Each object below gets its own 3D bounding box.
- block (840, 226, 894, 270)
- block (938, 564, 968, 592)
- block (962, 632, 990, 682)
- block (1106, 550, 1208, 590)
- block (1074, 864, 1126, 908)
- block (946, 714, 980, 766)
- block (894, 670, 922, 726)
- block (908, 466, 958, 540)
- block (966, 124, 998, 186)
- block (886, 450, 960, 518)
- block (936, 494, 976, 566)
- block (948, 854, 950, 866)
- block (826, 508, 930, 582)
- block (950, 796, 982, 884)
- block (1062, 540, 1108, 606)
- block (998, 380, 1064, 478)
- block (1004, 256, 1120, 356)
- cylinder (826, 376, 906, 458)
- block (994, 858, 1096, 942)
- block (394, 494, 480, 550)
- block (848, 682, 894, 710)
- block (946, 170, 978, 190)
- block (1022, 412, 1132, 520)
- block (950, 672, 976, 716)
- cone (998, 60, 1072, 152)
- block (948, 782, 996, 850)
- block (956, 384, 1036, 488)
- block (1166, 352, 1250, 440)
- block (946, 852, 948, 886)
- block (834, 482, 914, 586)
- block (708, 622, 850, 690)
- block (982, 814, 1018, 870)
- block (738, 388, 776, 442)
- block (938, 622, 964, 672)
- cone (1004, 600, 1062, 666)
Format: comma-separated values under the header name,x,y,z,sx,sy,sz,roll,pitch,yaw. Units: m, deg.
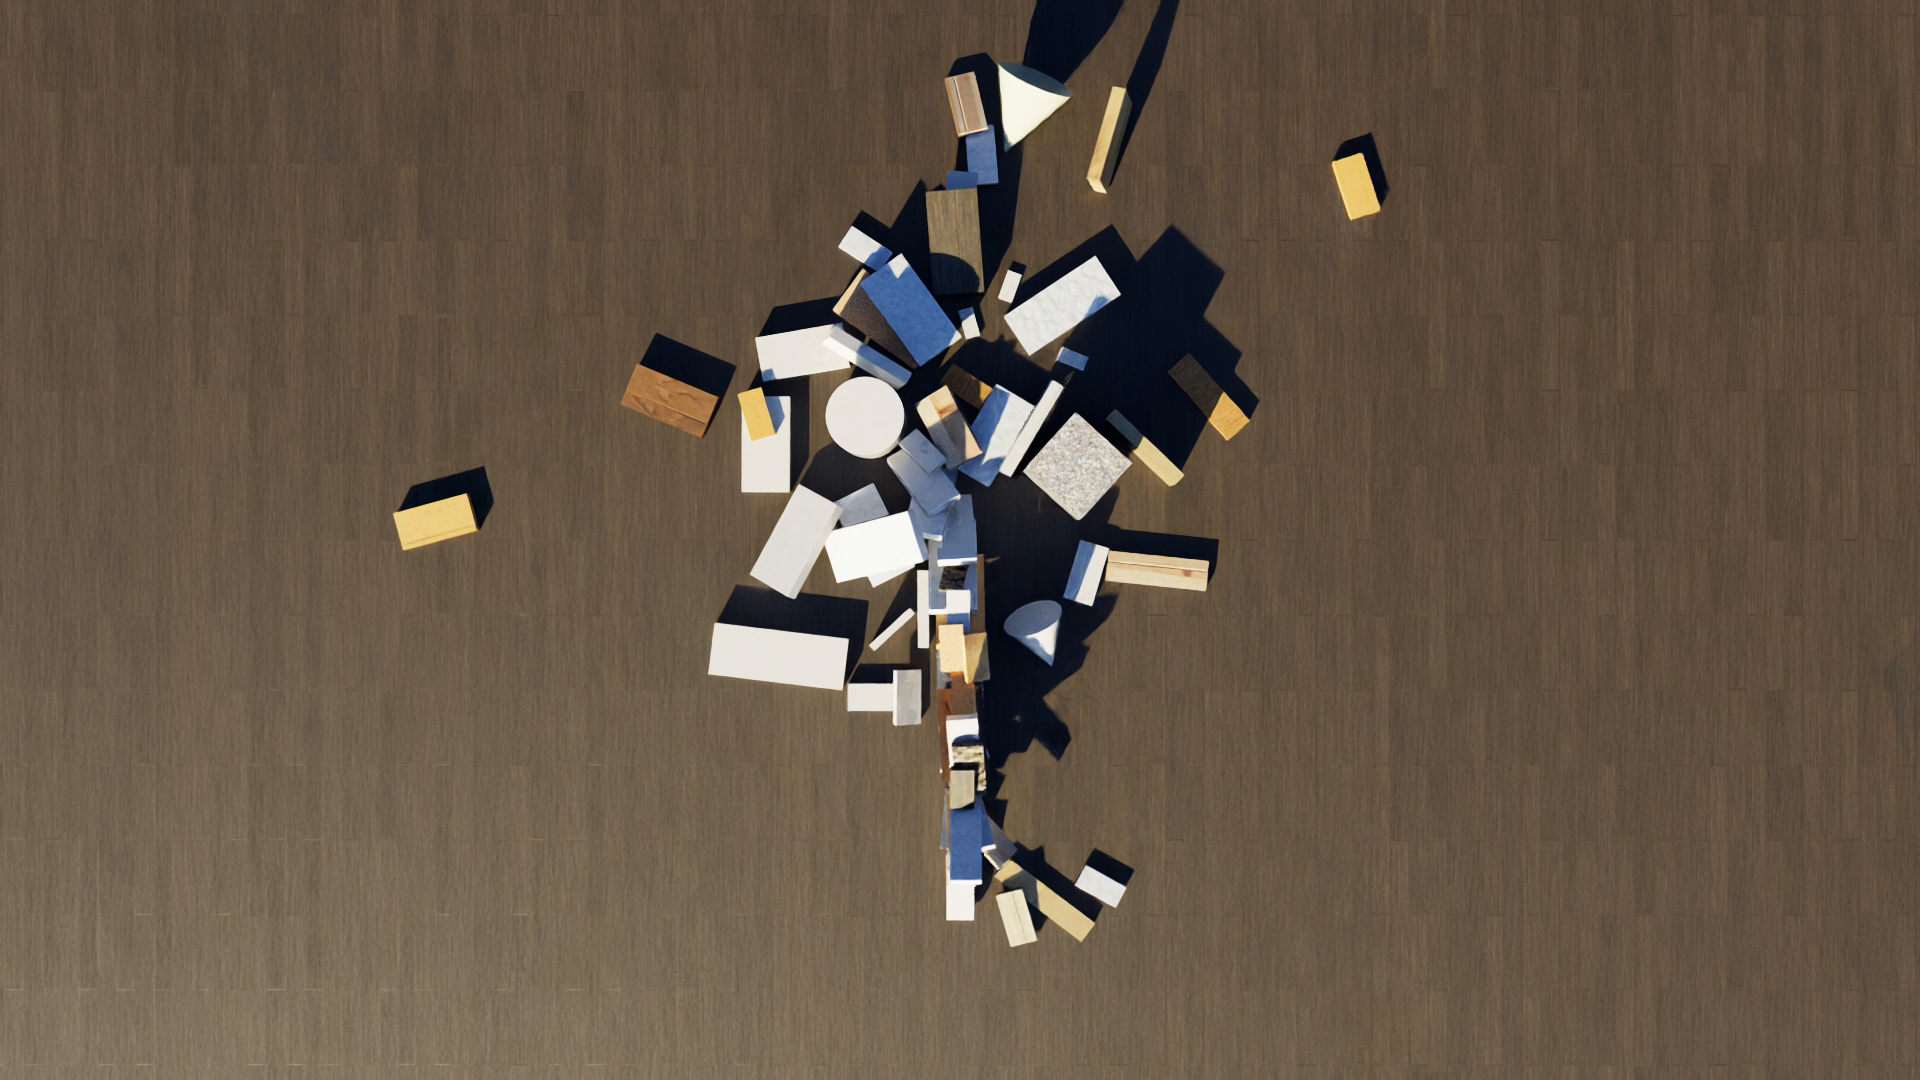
name,x,y,z,sx,sy,sz,roll,pitch,yaw
block,-0.313,-0.965,5.489,0.162,0.023,0.081,33,90,0
block,-0.017,0.103,5.375,0.074,0.021,0.149,11,68,6
block,0.051,0.378,5.319,0.078,0.022,0.156,-8,98,-20
block,0.655,0.102,5.486,0.334,0.028,0.100,6,90,0
block,0.468,1.151,5.489,0.154,0.022,0.077,29,90,0
block,0.012,0.646,5.255,0.099,0.028,0.198,-4,118,0
block,-0.174,0.521,5.469,0.090,0.026,0.180,0,90,-27
block,-0.095,-0.125,5.418,0.126,0.036,0.253,9,63,7
block,0.072,-1.278,5.486,0.097,0.027,0.194,-5,90,0
block,-0.120,-0.202,5.419,0.126,0.036,0.252,-31,65,-12
block,-0.017,-0.034,5.414,0.126,0.036,0.253,-4,56,-1
block,0.002,0.992,5.471,0.090,0.025,0.179,-1,79,0
block,-0.276,0.020,5.387,0.340,0.048,0.170,-14,96,29
block,0.020,0.913,5.297,0.099,0.028,0.399,-1,54,1
block,0.419,0.109,5.486,0.100,0.028,0.200,16,90,0
block,0.234,-0.362,5.422,0.044,0.155,0.338,31,90,0
block,0.340,-0.777,5.478,0.361,0.044,0.154,-33,90,0
cylinder,-0.303,-0.395,5.375,0.250,0.250,0.250,0,90,0
block,0.282,1.195,5.489,0.361,0.022,0.077,37,90,0
block,-1.740,-0.061,5.482,0.252,0.036,0.126,-15,90,0
block,-0.281,0.522,5.487,0.180,0.026,0.090,0,90,0
block,0.002,-1.118,5.469,0.101,0.029,0.202,4,100,0
block,0.377,-0.237,5.379,0.243,0.243,0.243,42,90,0
block,0.008,0.442,5.356,0.074,0.021,0.398,-4,62,0
cone,0.200,-1.398,5.441,0.265,0.265,0.265,24,117,0
block,0.037,0.885,5.351,0.091,0.026,0.267,-12,54,-7
block,0.108,-0.346,5.478,0.154,0.044,0.309,31,90,0
block,0.825,-0.477,5.486,0.097,0.027,0.304,-42,90,0
block,0.000,1.132,5.487,0.090,0.025,0.179,-1,90,0
block,-0.287,-0.016,5.478,0.155,0.044,0.310,-27,90,0
block,-0.600,0.385,5.476,0.446,0.048,0.170,7,90,0
block,0.096,0.972,5.366,0.091,0.026,0.182,-41,88,-24
block,-0.671,-0.415,5.444,0.081,0.023,0.162,-17,90,0
block,-0.026,0.347,5.329,0.078,0.022,0.156,-2,102,0
cone,0.272,0.340,5.455,0.202,0.202,0.202,-22,117,0
